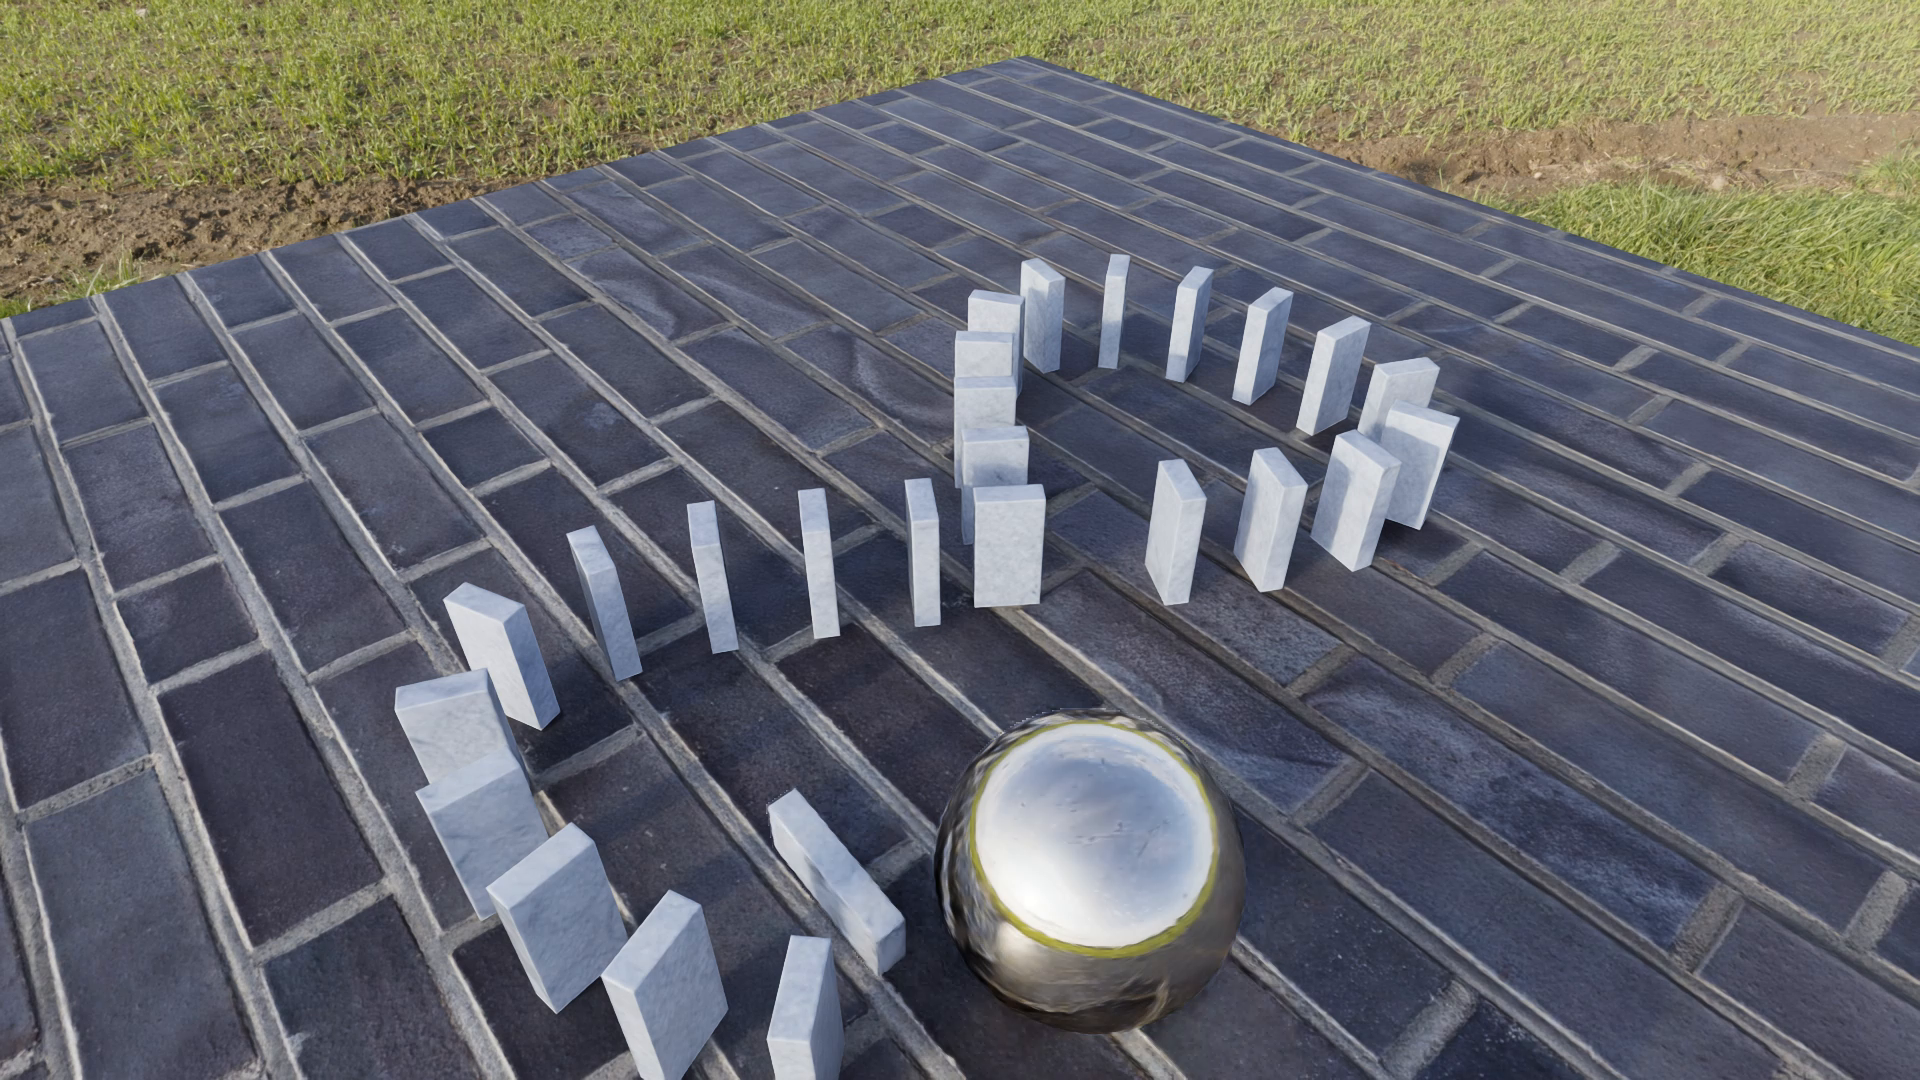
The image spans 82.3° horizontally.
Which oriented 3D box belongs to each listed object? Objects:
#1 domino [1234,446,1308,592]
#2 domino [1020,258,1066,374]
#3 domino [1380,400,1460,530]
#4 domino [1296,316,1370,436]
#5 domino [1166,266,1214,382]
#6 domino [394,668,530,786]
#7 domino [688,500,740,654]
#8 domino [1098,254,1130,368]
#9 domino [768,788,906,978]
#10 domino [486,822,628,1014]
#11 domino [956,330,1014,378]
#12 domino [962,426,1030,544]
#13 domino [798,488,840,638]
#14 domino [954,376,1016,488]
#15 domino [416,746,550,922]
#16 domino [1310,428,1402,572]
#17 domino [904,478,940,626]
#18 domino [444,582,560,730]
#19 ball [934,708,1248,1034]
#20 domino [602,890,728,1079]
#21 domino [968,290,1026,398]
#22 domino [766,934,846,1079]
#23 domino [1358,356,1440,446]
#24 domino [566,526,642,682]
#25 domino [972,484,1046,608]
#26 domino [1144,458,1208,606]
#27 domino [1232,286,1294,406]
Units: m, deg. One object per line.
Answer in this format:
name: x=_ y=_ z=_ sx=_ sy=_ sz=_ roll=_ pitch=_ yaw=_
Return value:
domino: x=0.118 y=-0.007 z=0.421 sx=0.010 sy=0.050 sz=0.025 roll=-9 pitch=40 yaw=-10
domino: x=0.040 y=-0.111 z=0.548 sx=0.010 sy=0.050 sz=0.025 roll=-19 pitch=43 yaw=-21
domino: x=0.183 y=-0.030 z=0.449 sx=0.025 sy=0.050 sz=0.009 roll=23 pitch=45 yaw=25
domino: x=0.170 y=-0.075 z=0.503 sx=0.025 sy=0.050 sz=0.010 roll=-26 pitch=46 yaw=-28
domino: x=0.113 y=-0.106 z=0.541 sx=0.010 sy=0.050 sz=0.025 roll=19 pitch=43 yaw=21
domino: x=-0.151 y=0.062 z=0.335 sx=0.025 sy=0.050 sz=0.009 roll=-12 pitch=41 yaw=-15
domino: x=-0.088 y=0.014 z=0.395 sx=0.009 sy=0.050 sz=0.025 roll=-9 pitch=40 yaw=-11
domino: x=0.077 y=-0.114 z=0.551 sx=0.010 sy=0.050 sz=0.025 roll=8 pitch=40 yaw=9
domino: x=-0.035 y=0.096 z=0.308 sx=0.010 sy=0.025 sz=0.050 roll=-32 pitch=57 yaw=-28
domino: x=-0.104 y=0.100 z=0.289 sx=0.009 sy=0.050 sz=0.025 roll=27 pitch=46 yaw=29
domino: x=0.011 y=-0.069 z=0.496 sx=0.025 sy=0.050 sz=0.010 roll=3 pitch=39 yaw=3
domino: x=0.014 y=-0.021 z=0.437 sx=0.025 sy=0.050 sz=0.009 roll=-4 pitch=39 yaw=-5
domino: x=-0.051 y=0.009 z=0.401 sx=0.010 sy=0.050 sz=0.025 roll=-6 pitch=40 yaw=-8
domino: x=0.010 y=-0.045 z=0.467 sx=0.025 sy=0.050 sz=0.010 roll=-2 pitch=39 yaw=-3
domino: x=-0.131 y=0.083 z=0.310 sx=0.025 sy=0.050 sz=0.009 roll=-28 pitch=47 yaw=-30
domino: x=0.154 y=-0.015 z=0.430 sx=0.010 sy=0.050 sz=0.025 roll=-18 pitch=43 yaw=-21
domino: x=-0.014 y=0.005 z=0.405 sx=0.009 sy=0.050 sz=0.025 roll=-5 pitch=40 yaw=-6
domino: x=-0.151 y=0.039 z=0.364 sx=0.025 sy=0.050 sz=0.009 roll=17 pitch=42 yaw=20
ball: x=0.033 y=0.084 z=0.285 sx=0.080 sy=0.080 sz=0.080 roll=0 pitch=39 yaw=0
domino: x=-0.072 y=0.113 z=0.274 sx=0.010 sy=0.050 sz=0.025 roll=17 pitch=42 yaw=20
domino: x=0.017 y=-0.093 z=0.525 sx=0.025 sy=0.050 sz=0.010 roll=12 pitch=41 yaw=14
domino: x=-0.036 y=0.120 z=0.265 sx=0.009 sy=0.050 sz=0.025 roll=3 pitch=39 yaw=4
domino: x=0.188 y=-0.053 z=0.477 sx=0.025 sy=0.050 sz=0.010 roll=-10 pitch=40 yaw=-12
domino: x=-0.124 y=0.023 z=0.384 sx=0.009 sy=0.050 sz=0.025 roll=-20 pitch=43 yaw=-23
domino: x=0.018 y=0.003 z=0.408 sx=0.025 sy=0.050 sz=0.009 roll=-3 pitch=39 yaw=-4
domino: x=0.081 y=-0.003 z=0.415 sx=0.010 sy=0.050 sz=0.025 roll=-7 pitch=40 yaw=-8
domino: x=0.144 y=-0.092 z=0.524 sx=0.009 sy=0.050 sz=0.025 roll=28 pitch=47 yaw=30
